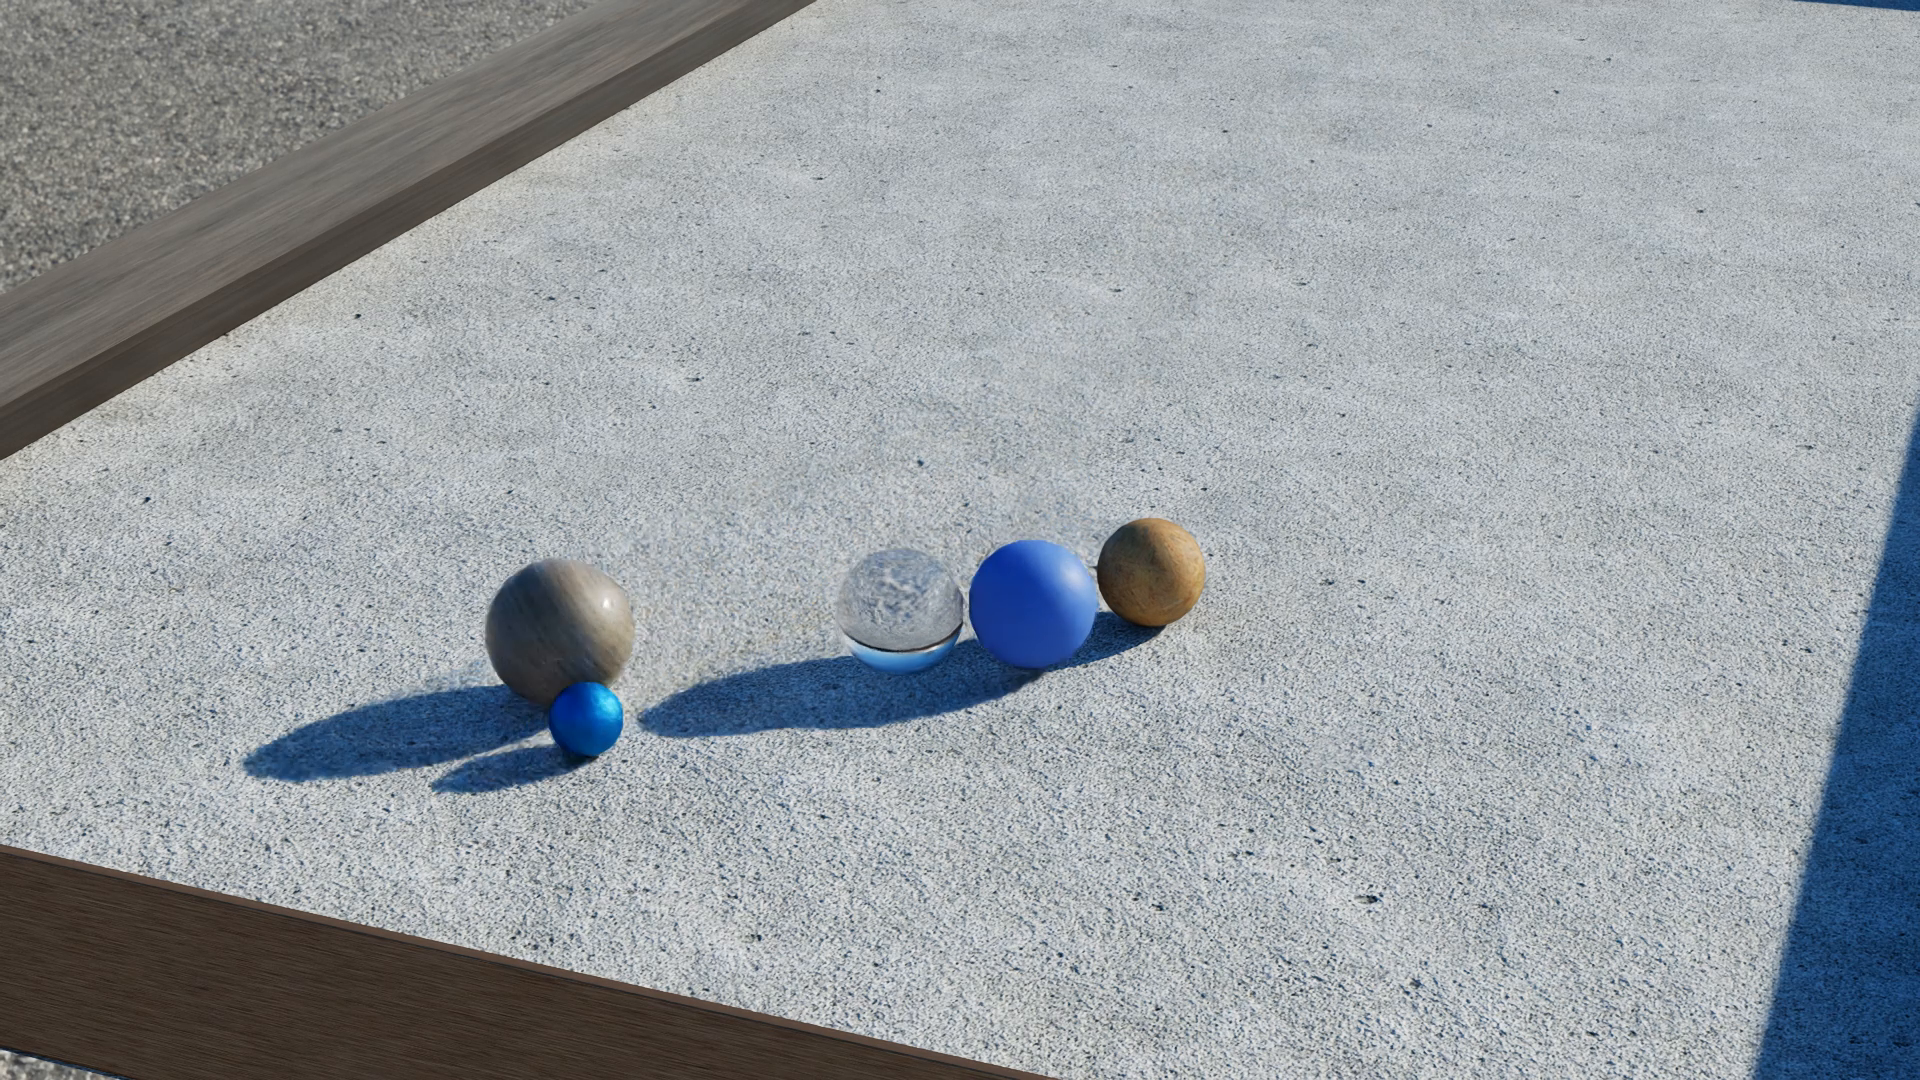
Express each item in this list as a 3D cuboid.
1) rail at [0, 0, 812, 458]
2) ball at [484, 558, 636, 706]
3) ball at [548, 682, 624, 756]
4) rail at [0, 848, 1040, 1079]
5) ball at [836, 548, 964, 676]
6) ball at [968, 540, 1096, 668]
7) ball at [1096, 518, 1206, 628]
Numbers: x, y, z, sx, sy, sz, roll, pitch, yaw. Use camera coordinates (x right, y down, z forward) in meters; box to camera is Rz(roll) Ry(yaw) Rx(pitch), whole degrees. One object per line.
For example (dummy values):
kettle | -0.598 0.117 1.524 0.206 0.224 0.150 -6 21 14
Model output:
rail | -0.417 -0.386 2.724 0.045 0.117 2.690 9 26 19
ball | -0.242 0.056 1.779 0.090 0.090 0.090 0 24 0
ball | -0.219 0.105 1.726 0.044 0.044 0.044 0 24 0
rail | -0.235 0.225 1.368 1.464 0.117 0.045 9 26 19
ball | -0.037 0.044 1.818 0.079 0.079 0.079 0 24 0
ball | 0.045 0.040 1.828 0.080 0.080 0.080 0 24 0
ball | 0.122 0.021 1.882 0.070 0.070 0.070 0 24 0
